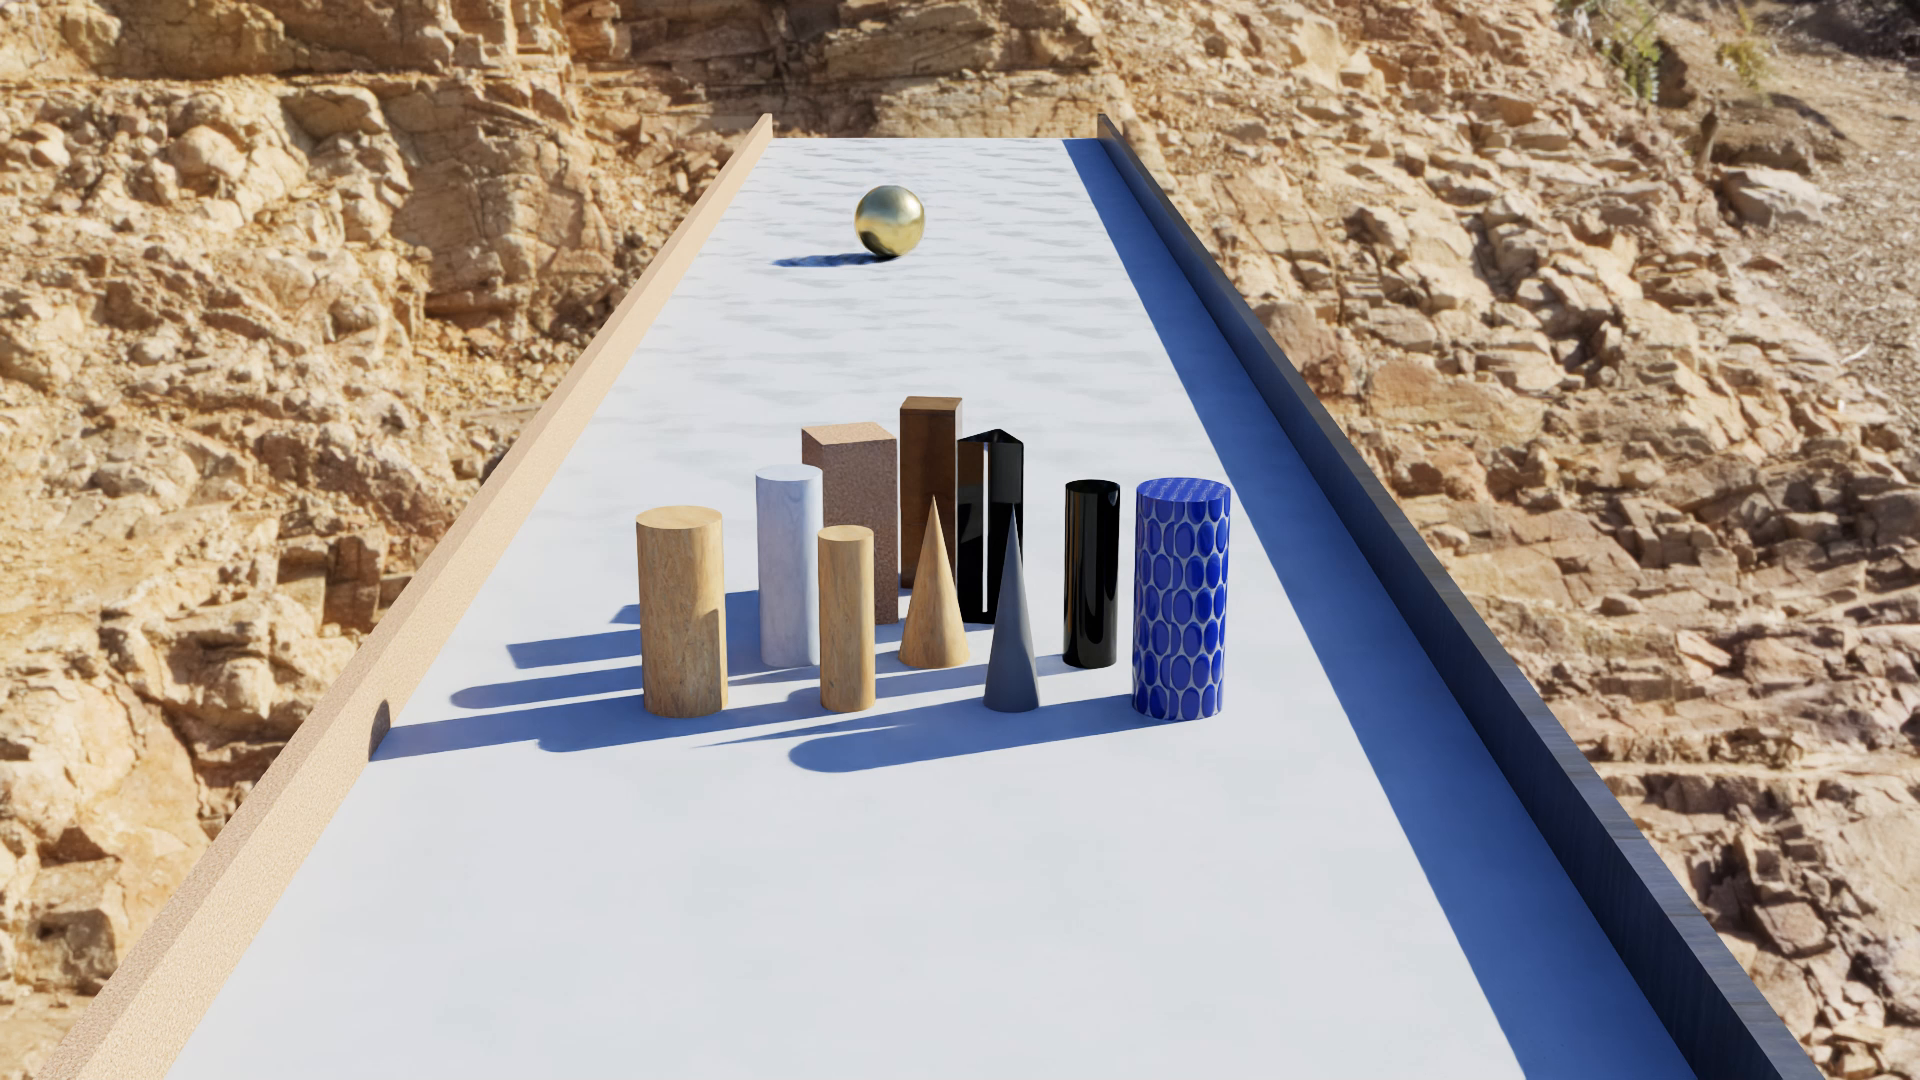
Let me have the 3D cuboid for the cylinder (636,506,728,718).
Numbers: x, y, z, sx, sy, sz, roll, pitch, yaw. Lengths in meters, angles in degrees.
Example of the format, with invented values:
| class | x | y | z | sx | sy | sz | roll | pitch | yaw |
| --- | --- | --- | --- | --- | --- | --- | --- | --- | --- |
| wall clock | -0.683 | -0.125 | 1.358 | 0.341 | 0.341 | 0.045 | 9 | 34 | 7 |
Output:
| class | x | y | z | sx | sy | sz | roll | pitch | yaw |
| --- | --- | --- | --- | --- | --- | --- | --- | --- | --- |
| cylinder | -0.521 | 0.134 | 4.131 | 0.160 | 0.369 | 0.160 | 0 | 17 | 0 |

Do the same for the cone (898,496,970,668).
| class | x | y | z | sx | sy | sz | roll | pitch | yaw |
| --- | --- | --- | --- | --- | --- | --- | --- | --- | --- |
| cone | -0.052 | 0.072 | 4.387 | 0.146 | 0.341 | 0.146 | 0 | 17 | 0 |

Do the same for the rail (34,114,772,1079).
| class | x | y | z | sx | sy | sz | roll | pitch | yaw |
| --- | --- | --- | --- | --- | --- | --- | --- | --- | --- |
| rail | -1.118 | -0.838 | 7.780 | 0.050 | 0.150 | 12.000 | 0 | 17 | -1 |

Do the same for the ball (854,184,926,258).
| class | x | y | z | sx | sy | sz | roll | pitch | yaw |
| --- | --- | --- | --- | --- | --- | --- | --- | --- | --- |
| ball | -0.292 | -1.330 | 9.171 | 0.301 | 0.301 | 0.301 | 0 | 17 | 0 |

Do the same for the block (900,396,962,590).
| class | x | y | z | sx | sy | sz | roll | pitch | yaw |
| --- | --- | --- | --- | --- | --- | --- | --- | --- | --- |
| block | -0.062 | -0.104 | 4.861 | 0.122 | 0.408 | 0.122 | 2 | 17 | 7 |

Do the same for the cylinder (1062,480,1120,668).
| class | x | y | z | sx | sy | sz | roll | pitch | yaw |
| --- | --- | --- | --- | --- | --- | --- | --- | --- | --- |
| cylinder | 0.261 | 0.067 | 4.367 | 0.109 | 0.361 | 0.109 | 0 | 17 | 0 |

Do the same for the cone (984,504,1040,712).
| class | x | y | z | sx | sy | sz | roll | pitch | yaw |
| --- | --- | --- | --- | --- | --- | --- | --- | --- | --- |
| cone | 0.099 | 0.119 | 4.130 | 0.110 | 0.397 | 0.110 | 0 | 17 | 0 |

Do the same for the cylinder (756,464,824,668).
| class | x | y | z | sx | sy | sz | roll | pitch | yaw |
| --- | --- | --- | --- | --- | --- | --- | --- | --- | --- |
| cylinder | -0.337 | 0.051 | 4.379 | 0.131 | 0.385 | 0.131 | 0 | 17 | 0 |

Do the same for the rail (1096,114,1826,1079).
| class | x | y | z | sx | sy | sz | roll | pitch | yaw |
| --- | --- | --- | --- | --- | --- | --- | --- | --- | --- |
| rail | 0.932 | -0.844 | 7.801 | 0.050 | 0.150 | 12.000 | 0 | 17 | -1 |

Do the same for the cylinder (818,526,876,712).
| class | x | y | z | sx | sy | sz | roll | pitch | yaw |
| --- | --- | --- | --- | --- | --- | --- | --- | --- | --- |
| cylinder | -0.213 | 0.148 | 4.137 | 0.104 | 0.337 | 0.104 | 0 | 17 | 0 |

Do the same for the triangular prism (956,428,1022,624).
| class | x | y | z | sx | sy | sz | roll | pitch | yaw |
| --- | --- | --- | --- | --- | --- | --- | --- | --- | --- |
| triangular prism | 0.071 | -0.030 | 4.635 | 0.138 | 0.394 | 0.120 | 3 | 17 | 9 |

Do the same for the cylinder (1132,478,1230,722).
| class | x | y | z | sx | sy | sz | roll | pitch | yaw |
| --- | --- | --- | --- | --- | --- | --- | --- | --- | --- |
| cylinder | 0.412 | 0.109 | 4.117 | 0.174 | 0.423 | 0.174 | 0 | 17 | 0 |

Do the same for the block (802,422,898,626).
| class | x | y | z | sx | sy | sz | roll | pitch | yaw |
| --- | --- | --- | --- | --- | --- | --- | --- | --- | --- |
| block | -0.231 | -0.031 | 4.628 | 0.160 | 0.401 | 0.160 | -6 | 18 | -19 |
